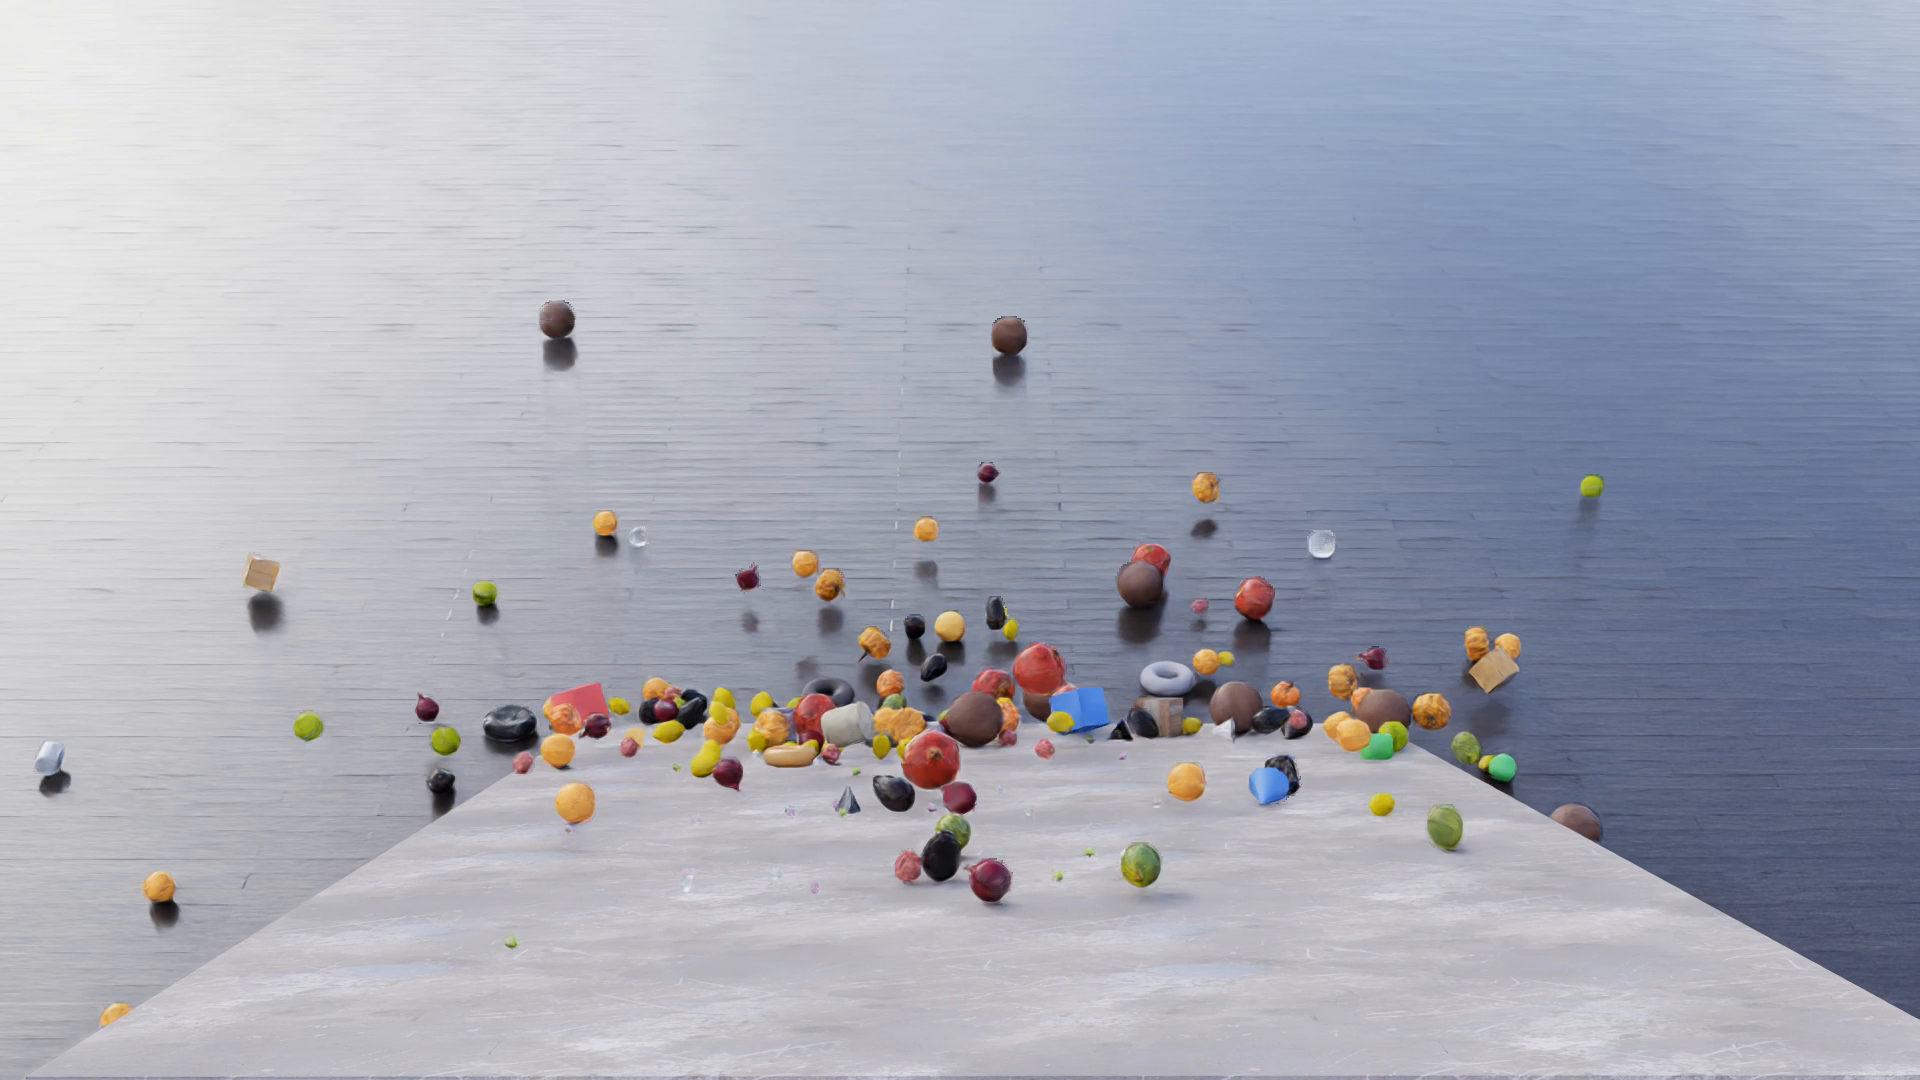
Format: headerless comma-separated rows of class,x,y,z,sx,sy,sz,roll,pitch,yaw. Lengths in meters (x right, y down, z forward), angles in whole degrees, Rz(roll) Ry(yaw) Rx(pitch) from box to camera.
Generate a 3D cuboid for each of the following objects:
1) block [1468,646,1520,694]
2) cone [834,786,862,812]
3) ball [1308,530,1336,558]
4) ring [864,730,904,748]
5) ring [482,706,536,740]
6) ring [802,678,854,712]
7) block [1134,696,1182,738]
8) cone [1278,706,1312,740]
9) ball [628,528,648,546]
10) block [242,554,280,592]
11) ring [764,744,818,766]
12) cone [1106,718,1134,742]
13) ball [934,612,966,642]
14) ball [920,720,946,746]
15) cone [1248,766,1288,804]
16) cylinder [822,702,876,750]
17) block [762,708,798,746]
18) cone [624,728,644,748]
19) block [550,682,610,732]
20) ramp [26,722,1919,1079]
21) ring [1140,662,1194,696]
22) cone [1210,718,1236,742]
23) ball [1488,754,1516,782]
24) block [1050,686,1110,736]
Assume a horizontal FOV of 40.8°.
block,1.418,0.345,6.849,0.079,0.079,0.079,-19,66,-46
cone,-0.206,0.474,4.752,0.050,0.050,0.050,0,1,0
ball,1.063,0.013,7.582,0.081,0.081,0.081,0,27,0
ring,-0.177,0.462,5.983,0.094,0.031,0.094,-1,3,0
ring,-1.171,0.477,6.714,0.139,0.046,0.139,0,25,0
ring,-0.350,0.410,6.845,0.139,0.046,0.139,0,28,0
block,0.477,0.427,6.224,0.091,0.091,0.091,0,1,24
cone,0.789,0.454,6.159,0.086,0.086,0.086,10,31,18
ball,-0.954,-0.009,7.652,0.058,0.058,0.058,0,27,0
block,-1.994,0.095,7.365,0.080,0.080,0.080,18,1,-20
ring,-0.366,0.466,5.566,0.117,0.039,0.117,0,2,0
cone,0.368,0.462,6.092,0.059,0.059,0.059,-29,25,11
ball,-0.027,0.240,7.135,0.086,0.086,0.086,0,27,0
ball,-0.063,0.448,5.963,0.060,0.060,0.060,0,27,0
cone,0.572,0.476,4.830,0.077,0.077,0.077,7,26,13
cylinder,-0.244,0.405,5.635,0.086,0.086,0.086,-17,21,22
block,-0.422,0.436,6.033,0.082,0.082,0.082,0,1,-5
cone,-0.743,0.467,5.965,0.050,0.050,0.050,-15,35,-26
block,-0.975,0.428,6.627,0.094,0.094,0.094,-16,0,43
ramp,0.061,0.552,4.589,2.000,0.100,4.000,0,1,0
ring,0.556,0.373,6.916,0.146,0.049,0.146,0,26,0
cone,0.587,0.431,5.822,0.057,0.057,0.057,-5,25,14
ball,1.366,0.574,6.498,0.070,0.070,0.070,0,27,0
block,0.284,0.407,6.138,0.091,0.091,0.091,-1,-16,-46
